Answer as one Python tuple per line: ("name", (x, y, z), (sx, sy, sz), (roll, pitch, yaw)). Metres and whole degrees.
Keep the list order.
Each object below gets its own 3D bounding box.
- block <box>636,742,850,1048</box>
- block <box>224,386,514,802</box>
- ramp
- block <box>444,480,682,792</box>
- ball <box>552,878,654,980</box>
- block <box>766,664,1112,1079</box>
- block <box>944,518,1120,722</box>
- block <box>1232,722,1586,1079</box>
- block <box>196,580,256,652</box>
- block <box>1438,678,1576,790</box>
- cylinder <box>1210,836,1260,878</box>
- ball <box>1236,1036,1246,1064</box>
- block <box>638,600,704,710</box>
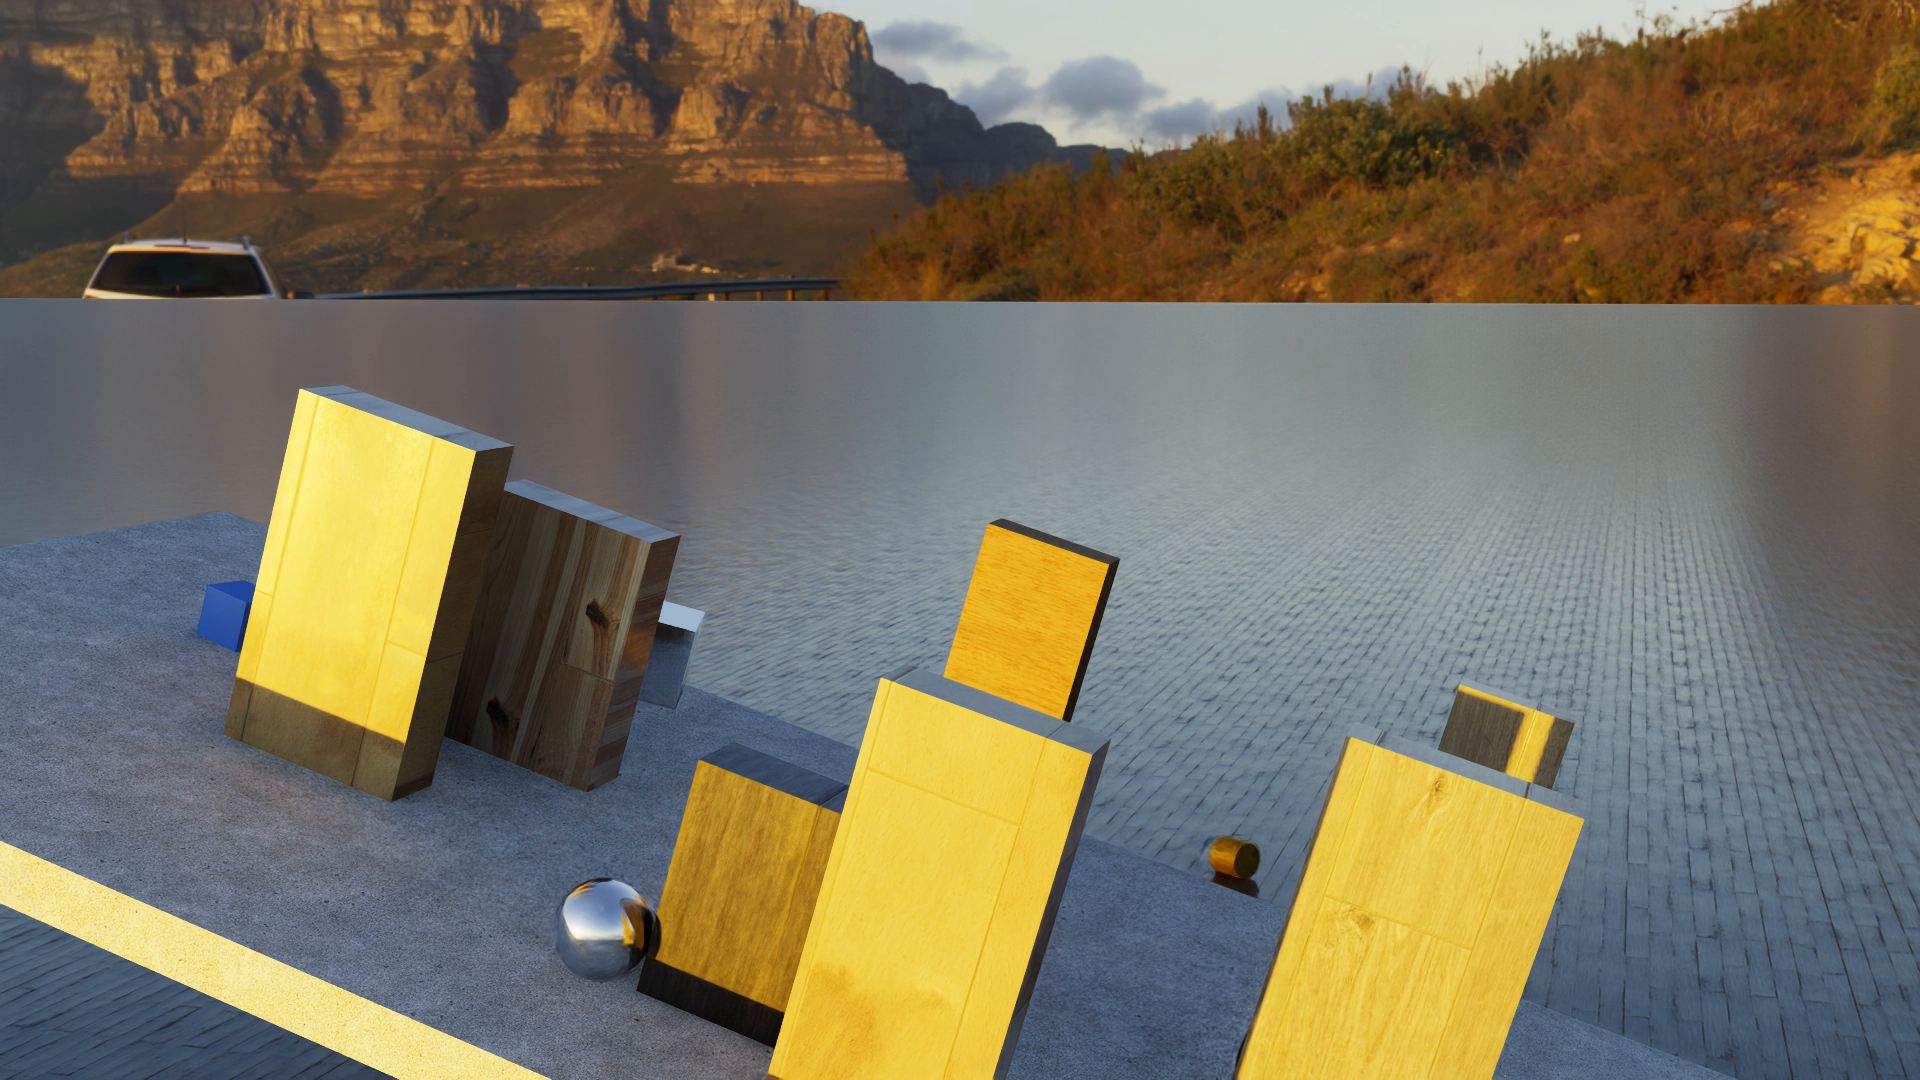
("block", (-0.332, 0.585, 3.626), (0.274, 0.415, 0.143), (19, 12, 14))
("block", (-1.121, 0.097, 4.159), (0.377, 0.691, 0.144), (19, 12, 14))
("ramp", (-0.371, 0.719, 4.236), (4.000, 0.100, 2.000), (19, 12, 14))
("block", (-0.829, 0.192, 4.506), (0.366, 0.536, 0.141), (19, 12, 14))
("ball", (-0.590, 0.642, 3.631), (0.165, 0.165, 0.165), (0, 7, 0))
("block", (-0.039, 0.578, 3.355), (0.337, 0.694, 0.123), (19, 12, 14))
("block", (0.102, 0.335, 4.675), (0.271, 0.707, 0.106), (19, 12, 14))
("block", (0.719, 0.717, 3.630), (0.390, 0.737, 0.120), (19, 12, 14))
("block", (-1.547, 0.163, 4.726), (0.112, 0.112, 0.112), (21, 12, 22))
("block", (1.070, 0.646, 4.639), (0.242, 0.664, 0.084), (19, 12, 14))
("cylinder", (0.846, 0.981, 6.785), (0.109, 0.109, 0.109), (-5, 9, -37))
("ball", (0.573, 0.924, 3.857), (0.178, 0.178, 0.178), (0, 7, 0))
("block", (-0.731, 0.258, 5.190), (0.195, 0.195, 0.195), (15, 11, -3))
